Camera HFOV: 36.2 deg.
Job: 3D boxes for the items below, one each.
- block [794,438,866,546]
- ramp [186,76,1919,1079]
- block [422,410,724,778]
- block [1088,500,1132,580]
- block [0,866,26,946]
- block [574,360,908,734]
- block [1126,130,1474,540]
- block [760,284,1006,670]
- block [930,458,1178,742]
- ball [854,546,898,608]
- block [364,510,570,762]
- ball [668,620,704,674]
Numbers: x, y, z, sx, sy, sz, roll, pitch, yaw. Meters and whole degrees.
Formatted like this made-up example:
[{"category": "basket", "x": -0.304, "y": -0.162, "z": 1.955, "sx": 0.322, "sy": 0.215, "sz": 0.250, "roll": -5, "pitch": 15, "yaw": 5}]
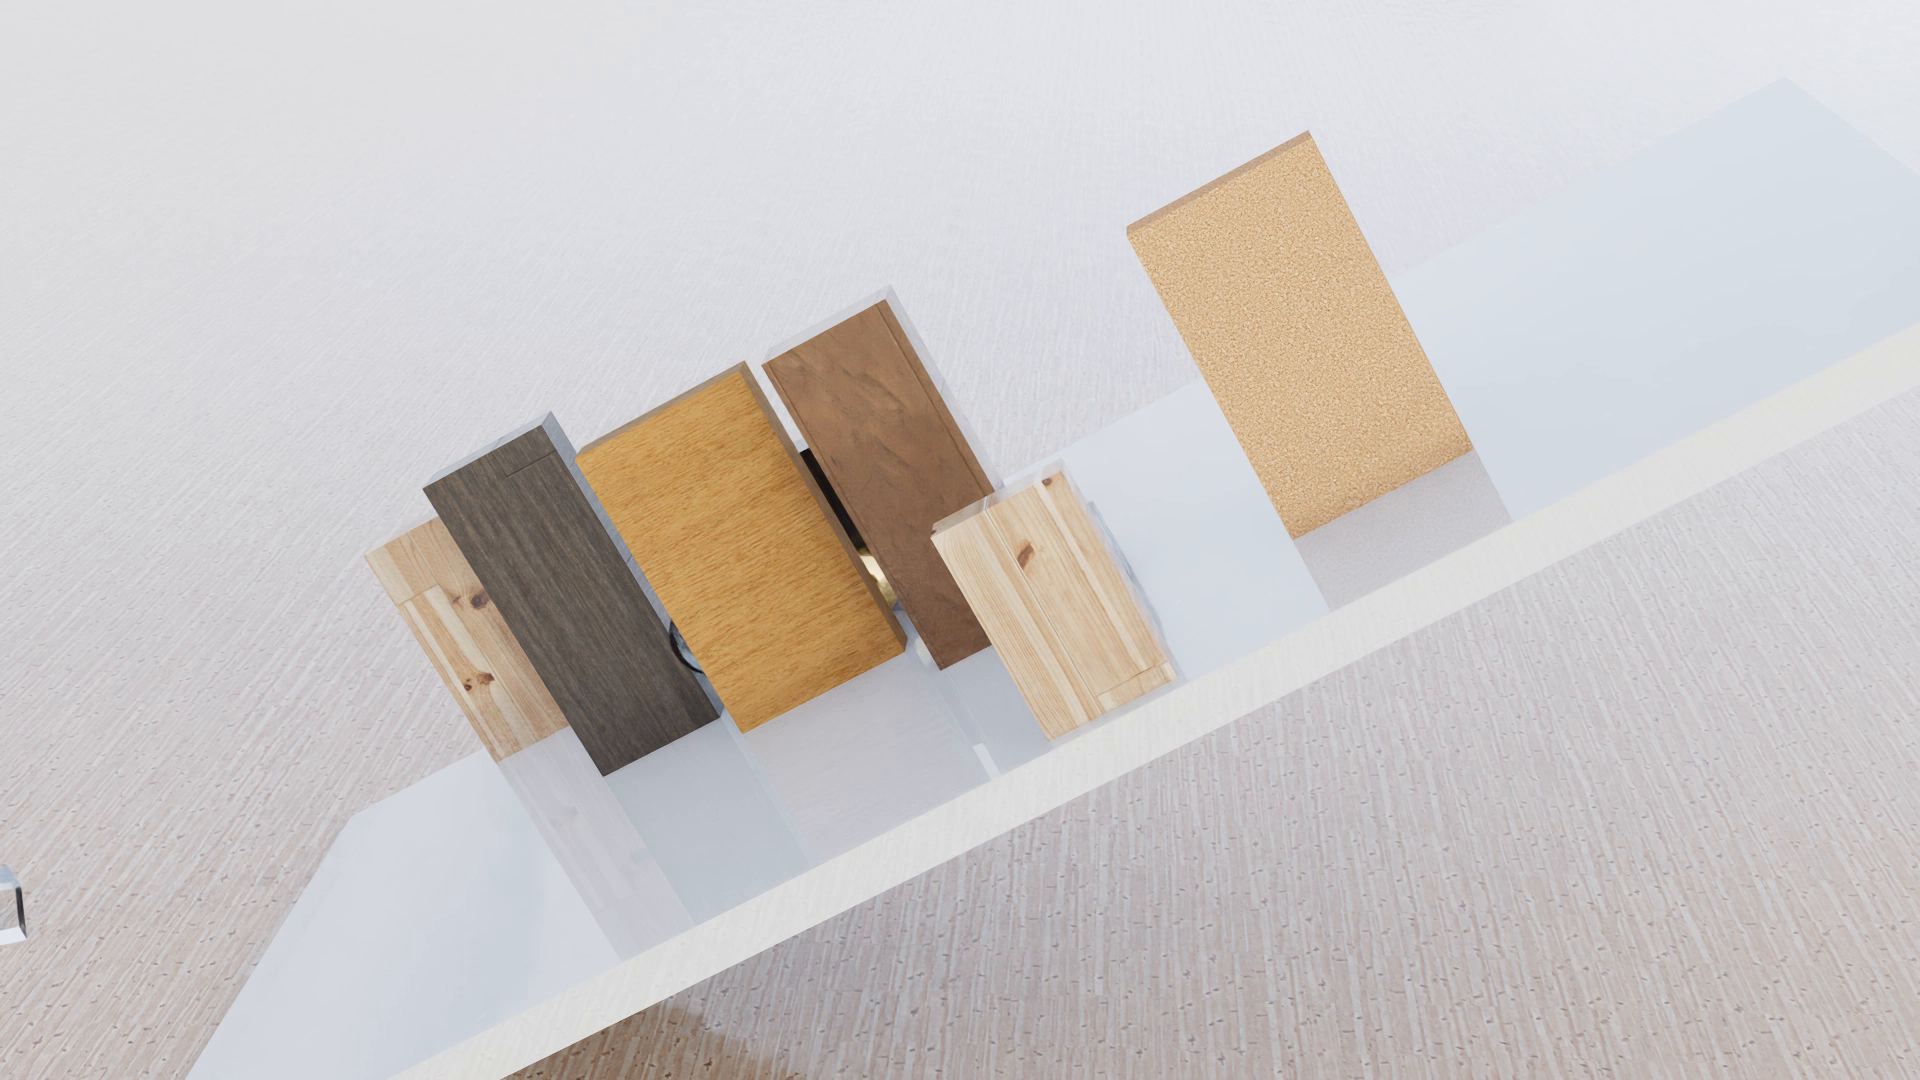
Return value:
[{"category": "block", "x": -0.251, "y": -0.055, "z": 6.790, "sx": 0.375, "sy": 0.407, "sz": 0.137, "roll": -27, "pitch": 14, "yaw": 11}, {"category": "ramp", "x": 0.142, "y": 0.167, "z": 6.282, "sx": 4.000, "sy": 0.100, "sz": 2.000, "roll": -27, "pitch": 14, "yaw": 11}, {"category": "block", "x": -0.862, "y": 0.126, "z": 6.623, "sx": 0.312, "sy": 0.778, "sz": 0.118, "roll": -27, "pitch": 14, "yaw": 11}, {"category": "block", "x": 0.246, "y": 0.036, "z": 6.013, "sx": 0.151, "sy": 0.151, "sz": 0.151, "roll": -28, "pitch": 14, "yaw": 7}, {"category": "block", "x": -2.352, "y": 0.892, "z": 7.116, "sx": 0.140, "sy": 0.140, "sz": 0.140, "roll": -10, "pitch": 20, "yaw": -28}, {"category": "block", "x": -0.467, "y": 0.021, "z": 6.337, "sx": 0.408, "sy": 0.710, "sz": 0.092, "roll": -27, "pitch": 14, "yaw": 11}, {"category": "block", "x": 0.646, "y": -0.383, "z": 5.580, "sx": 0.385, "sy": 0.678, "sz": 0.089, "roll": -27, "pitch": 14, "yaw": 11}, {"category": "block", "x": -0.091, "y": -0.125, "z": 6.029, "sx": 0.288, "sy": 0.740, "sz": 0.133, "roll": -27, "pitch": 14, "yaw": 11}, {"category": "block", "x": 0.172, "y": 0.109, "z": 5.312, "sx": 0.264, "sy": 0.441, "sz": 0.086, "roll": -27, "pitch": 14, "yaw": 11}, {"category": "ball", "x": -0.221, "y": 0.100, "z": 6.676, "sx": 0.173, "sy": 0.173, "sz": 0.173, "roll": 0, "pitch": 18, "yaw": 0}, {"category": "block", "x": -1.181, "y": 0.218, "z": 7.272, "sx": 0.278, "sy": 0.616, "sz": 0.113, "roll": -27, "pitch": 14, "yaw": 11}, {"category": "ball", "x": -0.556, "y": 0.207, "z": 6.548, "sx": 0.185, "sy": 0.185, "sz": 0.185, "roll": 0, "pitch": 18, "yaw": 0}]
